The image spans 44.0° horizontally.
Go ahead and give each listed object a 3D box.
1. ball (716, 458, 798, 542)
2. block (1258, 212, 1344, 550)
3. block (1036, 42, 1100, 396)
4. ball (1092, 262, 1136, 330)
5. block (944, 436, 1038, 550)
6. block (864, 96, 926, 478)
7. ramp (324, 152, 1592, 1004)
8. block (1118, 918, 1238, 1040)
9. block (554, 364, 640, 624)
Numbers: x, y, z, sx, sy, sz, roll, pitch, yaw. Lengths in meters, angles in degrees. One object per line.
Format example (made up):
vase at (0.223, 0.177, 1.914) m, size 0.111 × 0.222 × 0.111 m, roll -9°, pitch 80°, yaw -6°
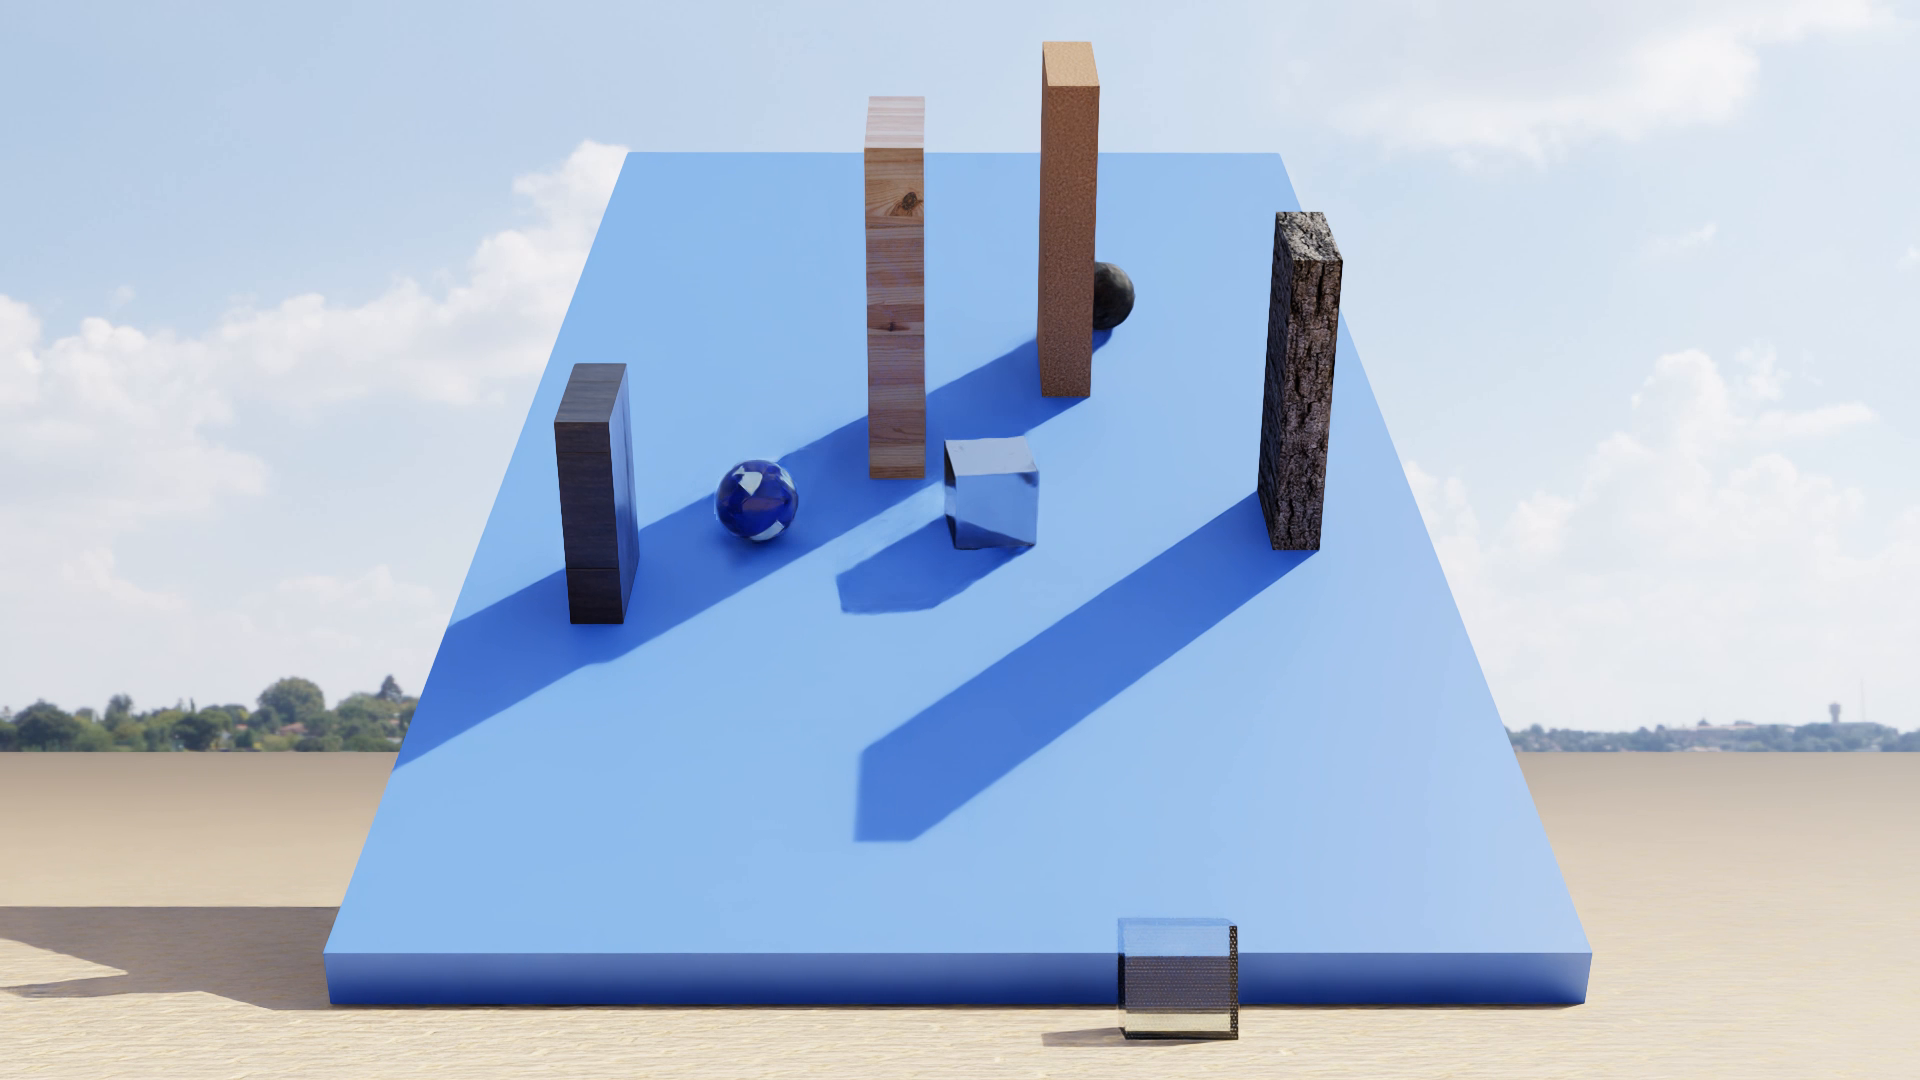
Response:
ball at (-0.425, -0.084, 4.971) m, size 0.173 × 0.173 × 0.173 m, roll 0°, pitch -5°, yaw 0°
block at (0.702, -0.329, 4.941) m, size 0.098 × 0.642 × 0.284 m, roll 0°, pitch 27°, yaw 0°
block at (0.253, -0.761, 5.646) m, size 0.115 × 0.758 × 0.365 m, roll 0°, pitch 27°, yaw 0°
ball at (0.358, -0.617, 6.006) m, size 0.172 × 0.172 × 0.172 m, roll 0°, pitch -5°, yaw 0°
block at (0.064, -0.099, 5.004) m, size 0.172 × 0.172 × 0.172 m, roll -3°, pitch 28°, yaw -7°
block at (-0.139, -0.556, 5.247) m, size 0.123 × 0.759 × 0.365 m, roll 0°, pitch 27°, yaw 0°
ramp at (-0.011, -0.225, 5.543) m, size 2.000 × 0.100 × 4.000 m, roll 0°, pitch 27°, yaw 0°
block at (0.311, 0.627, 3.407) m, size 0.158 × 0.158 × 0.158 m, roll 0°, pitch -5°, yaw 0°
block at (-0.714, -0.093, 4.701) m, size 0.104 × 0.436 × 0.282 m, roll 0°, pitch 27°, yaw 0°
